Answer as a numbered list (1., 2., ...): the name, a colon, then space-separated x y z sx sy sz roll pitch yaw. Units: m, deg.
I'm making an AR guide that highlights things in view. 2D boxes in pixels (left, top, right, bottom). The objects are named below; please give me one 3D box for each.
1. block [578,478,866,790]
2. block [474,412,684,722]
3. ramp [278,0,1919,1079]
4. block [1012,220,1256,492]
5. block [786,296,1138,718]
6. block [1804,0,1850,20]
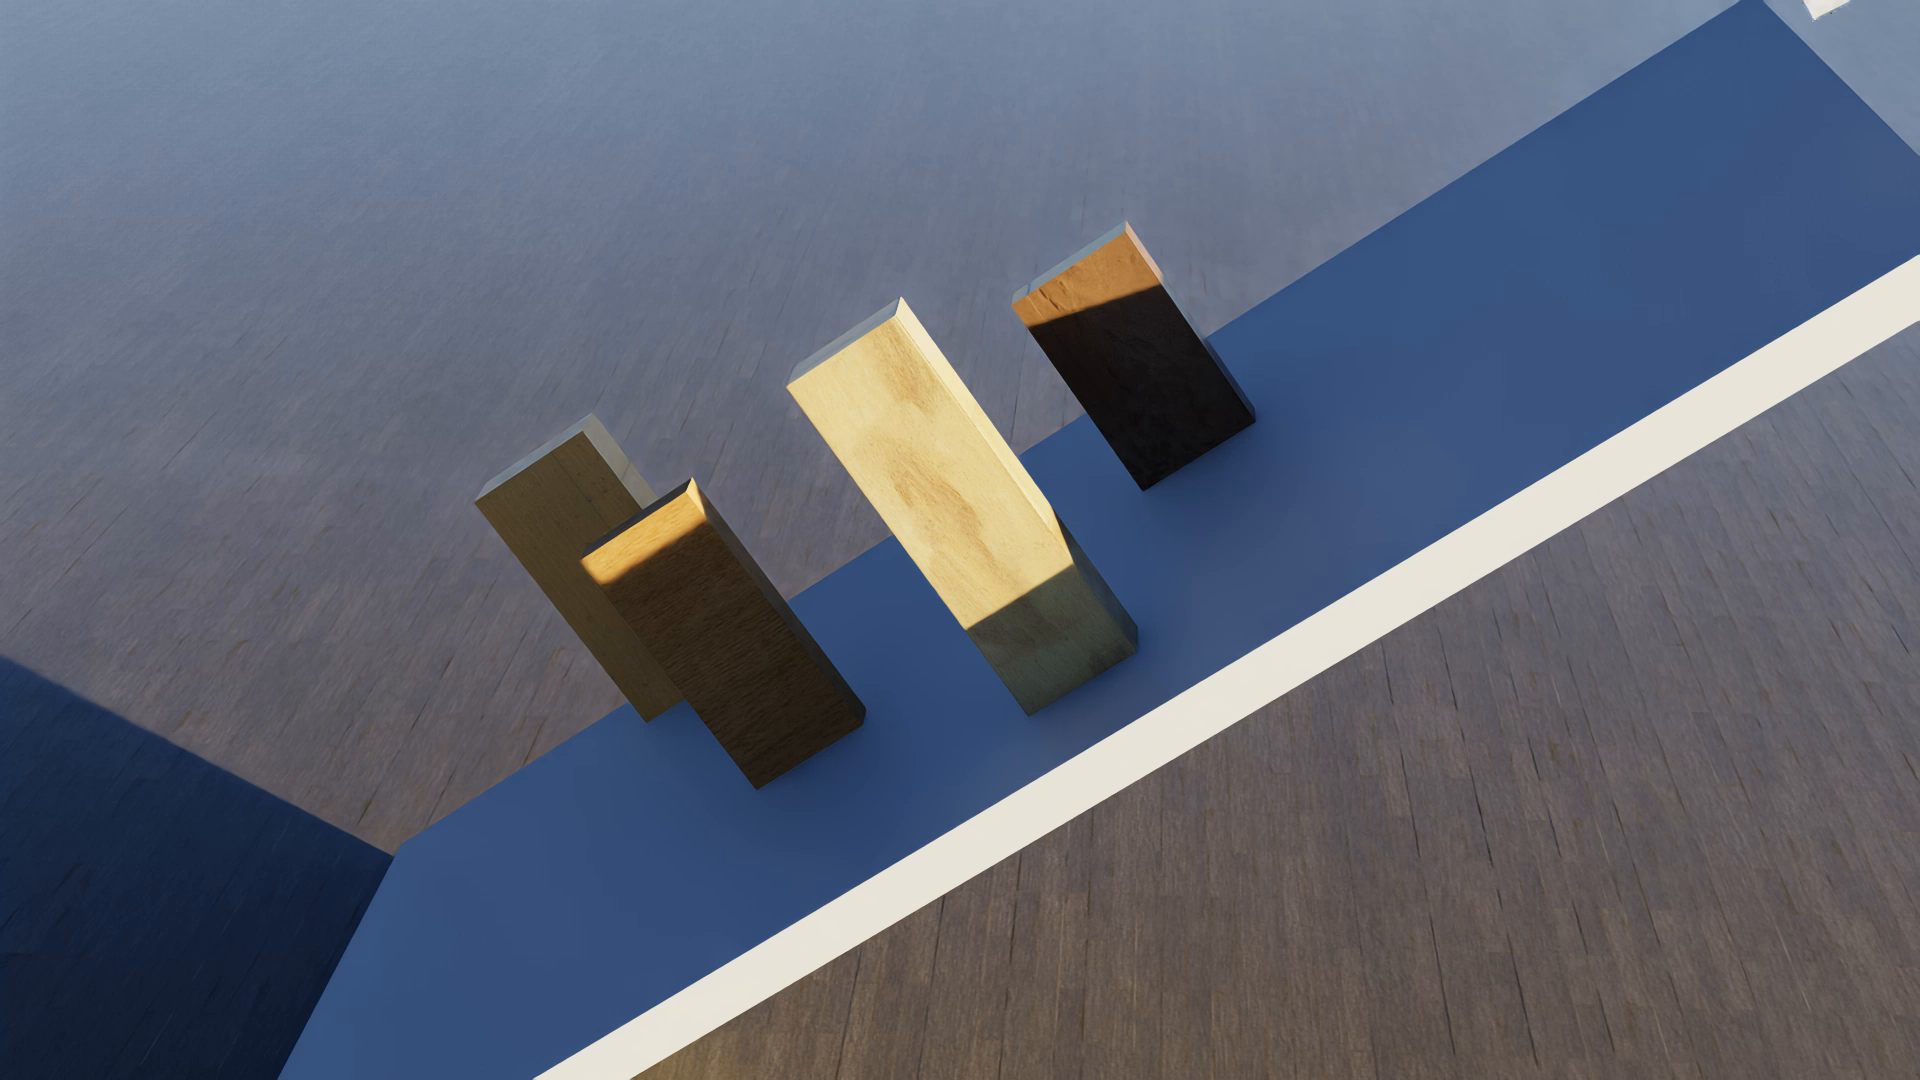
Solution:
1. block: -0.496 0.202 6.199 0.280 0.629 0.084 -32 16 15
2. block: -0.832 0.071 7.192 0.331 0.695 0.140 -32 16 15
3. ramp: 0.137 0.173 6.303 4.000 0.100 2.000 -32 16 15
4. block: 0.374 -0.392 6.315 0.290 0.505 0.092 -32 16 15
5. block: 0.011 -0.057 5.550 0.249 0.797 0.121 -32 16 15
6. block: 1.570 -1.070 5.331 0.147 0.147 0.147 -27 35 20
